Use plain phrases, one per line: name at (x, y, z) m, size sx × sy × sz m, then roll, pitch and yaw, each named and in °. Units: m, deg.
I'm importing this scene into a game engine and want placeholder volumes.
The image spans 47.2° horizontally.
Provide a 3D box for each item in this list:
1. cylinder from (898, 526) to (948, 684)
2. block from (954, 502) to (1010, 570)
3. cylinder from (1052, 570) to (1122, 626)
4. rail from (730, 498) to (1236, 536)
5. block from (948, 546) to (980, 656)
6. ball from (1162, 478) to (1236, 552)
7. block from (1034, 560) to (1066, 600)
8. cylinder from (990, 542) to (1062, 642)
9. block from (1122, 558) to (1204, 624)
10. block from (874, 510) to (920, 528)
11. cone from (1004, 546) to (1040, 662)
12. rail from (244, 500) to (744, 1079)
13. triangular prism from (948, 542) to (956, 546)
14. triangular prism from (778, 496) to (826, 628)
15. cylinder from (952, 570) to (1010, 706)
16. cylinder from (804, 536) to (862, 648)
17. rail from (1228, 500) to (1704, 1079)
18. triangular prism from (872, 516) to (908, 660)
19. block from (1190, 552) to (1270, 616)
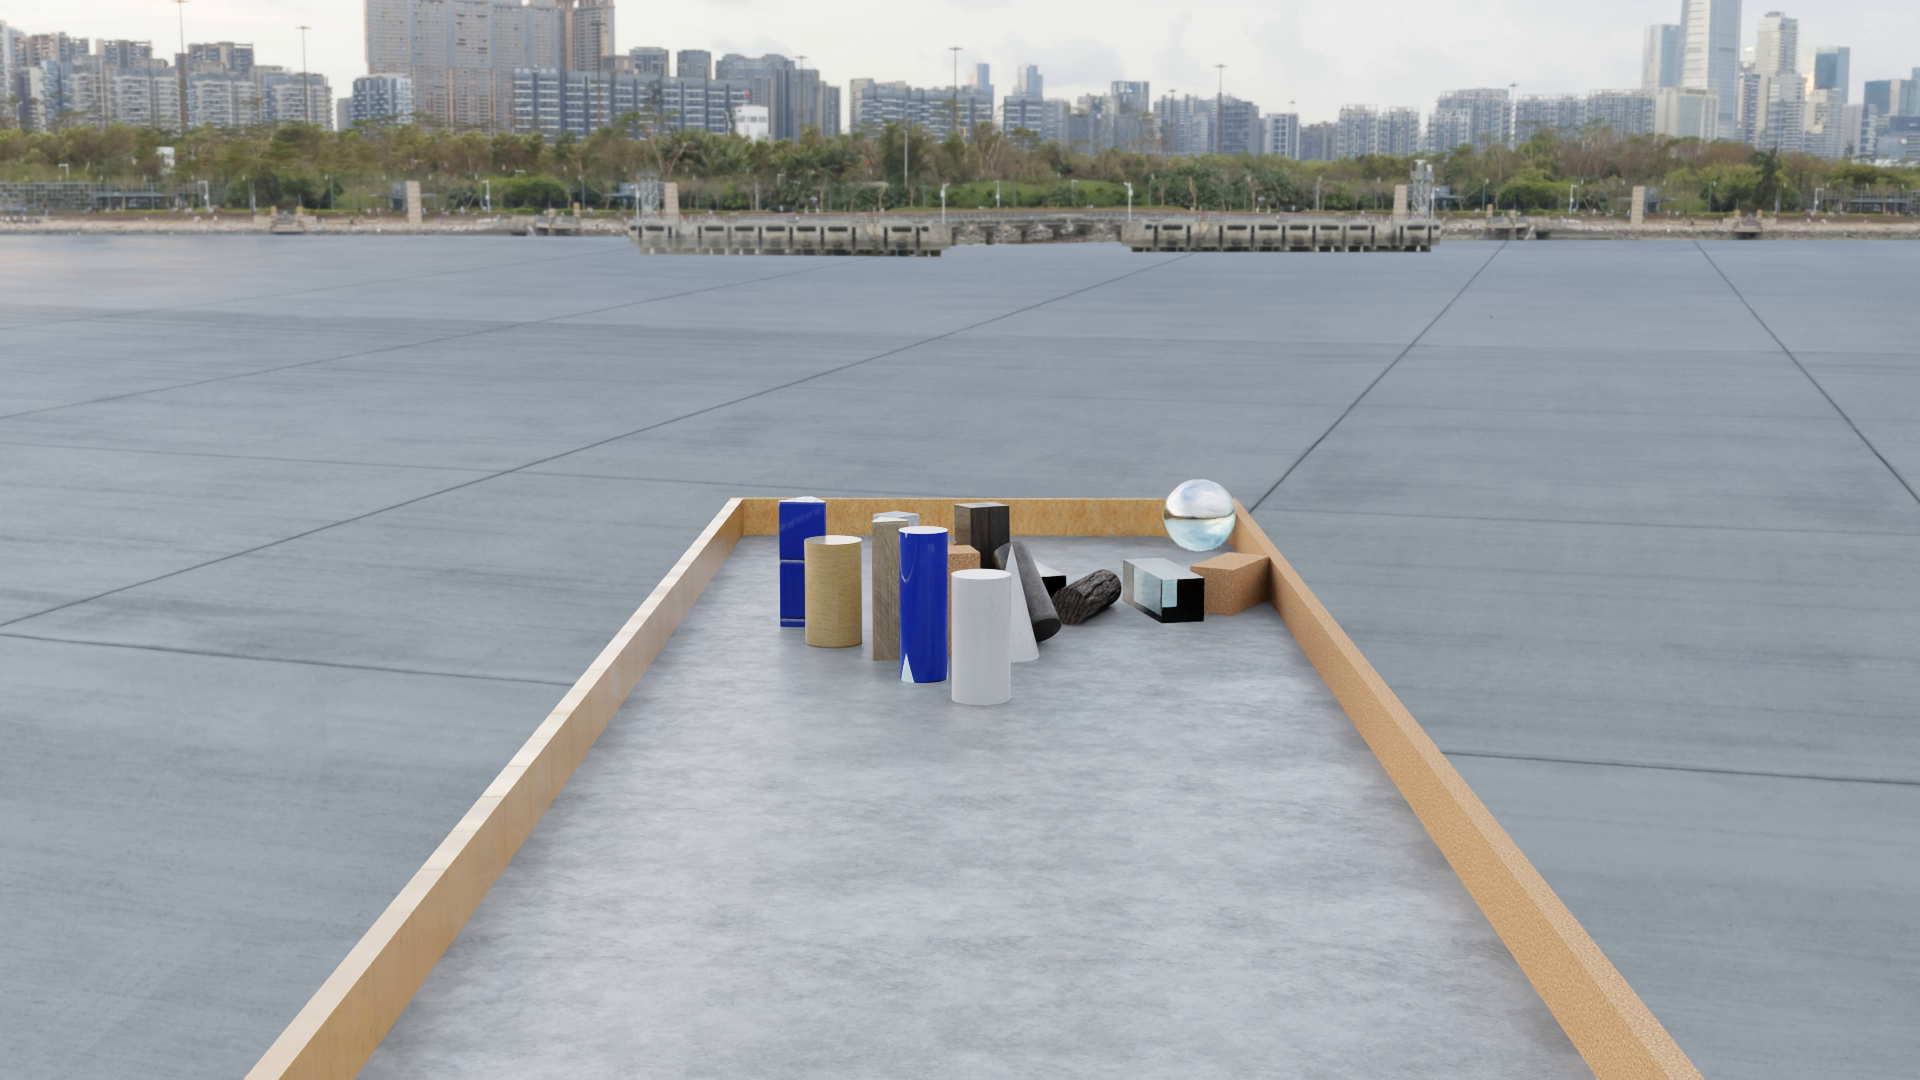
cylinder at (-0.106, 0.188, 6.424) m, size 0.143 × 0.439 × 0.143 m, roll 0°, pitch 9°, yaw 0°
block at (0.074, 0.084, 7.182) m, size 0.137 × 0.400 × 0.137 m, roll -4°, pitch 7°, yaw -22°
cylinder at (0.427, 0.191, 7.405) m, size 0.126 × 0.126 × 0.380 m, roll 4°, pitch 10°, yaw 21°
rail at (0.099, -0.098, 9.147) m, size 2.100 × 0.150 × 0.050 m, roll 0°, pitch 9°, yaw 1°
block at (-0.029, 0.187, 6.814) m, size 0.153 × 0.318 × 0.153 m, roll -2°, pitch 9°, yaw -12°
ball at (0.948, -0.098, 8.708) m, size 0.288 × 0.288 × 0.288 m, roll 0°, pitch 9°, yaw 0°
block at (0.232, 0.160, 7.566) m, size 0.136 × 0.136 × 0.391 m, roll -3°, pitch 9°, yaw -18°
cylinder at (0.209, 0.164, 7.004) m, size 0.126 × 0.126 × 0.312 m, roll -4°, pitch 52°, yaw -26°
block at (0.688, 0.169, 7.473) m, size 0.147 × 0.147 × 0.419 m, roll -2°, pitch 9°, yaw -14°
block at (-0.207, 0.102, 7.169) m, size 0.106 × 0.375 × 0.106 m, roll 9°, pitch 13°, yaw 44°
cone at (0.158, 0.183, 6.727) m, size 0.172 × 0.353 × 0.172 m, roll 0°, pitch 9°, yaw 0°
rail at (-1.004, 0.839, 3.234) m, size 0.050 × 0.150 × 12.000 m, roll 0°, pitch 9°, yaw 1°
triangular prism at (-0.045, 0.163, 6.988) m, size 0.140 × 0.308 × 0.122 m, roll 4°, pitch 9°, yaw 38°
triangular prism at (-0.506, 0.070, 7.242) m, size 0.153 × 0.415 × 0.133 m, roll 1°, pitch 9°, yaw 7°
cylinder at (0.059, 0.271, 6.167) m, size 0.167 × 0.355 × 0.167 m, roll 0°, pitch 9°, yaw 0°
cylinder at (-0.399, 0.162, 6.934) m, size 0.180 × 0.329 × 0.180 m, roll 0°, pitch 9°, yaw 0°
rail at (1.046, 0.843, 3.208) m, size 0.050 × 0.150 × 12.000 m, roll 0°, pitch 9°, yaw 1°
triangular prism at (-0.225, 0.146, 6.721) m, size 0.113 × 0.427 × 0.098 m, roll -3°, pitch 9°, yaw -18°
block at (0.930, 0.149, 7.567) m, size 0.157 × 0.157 × 0.333 m, roll 5°, pitch 10°, yaw 29°
